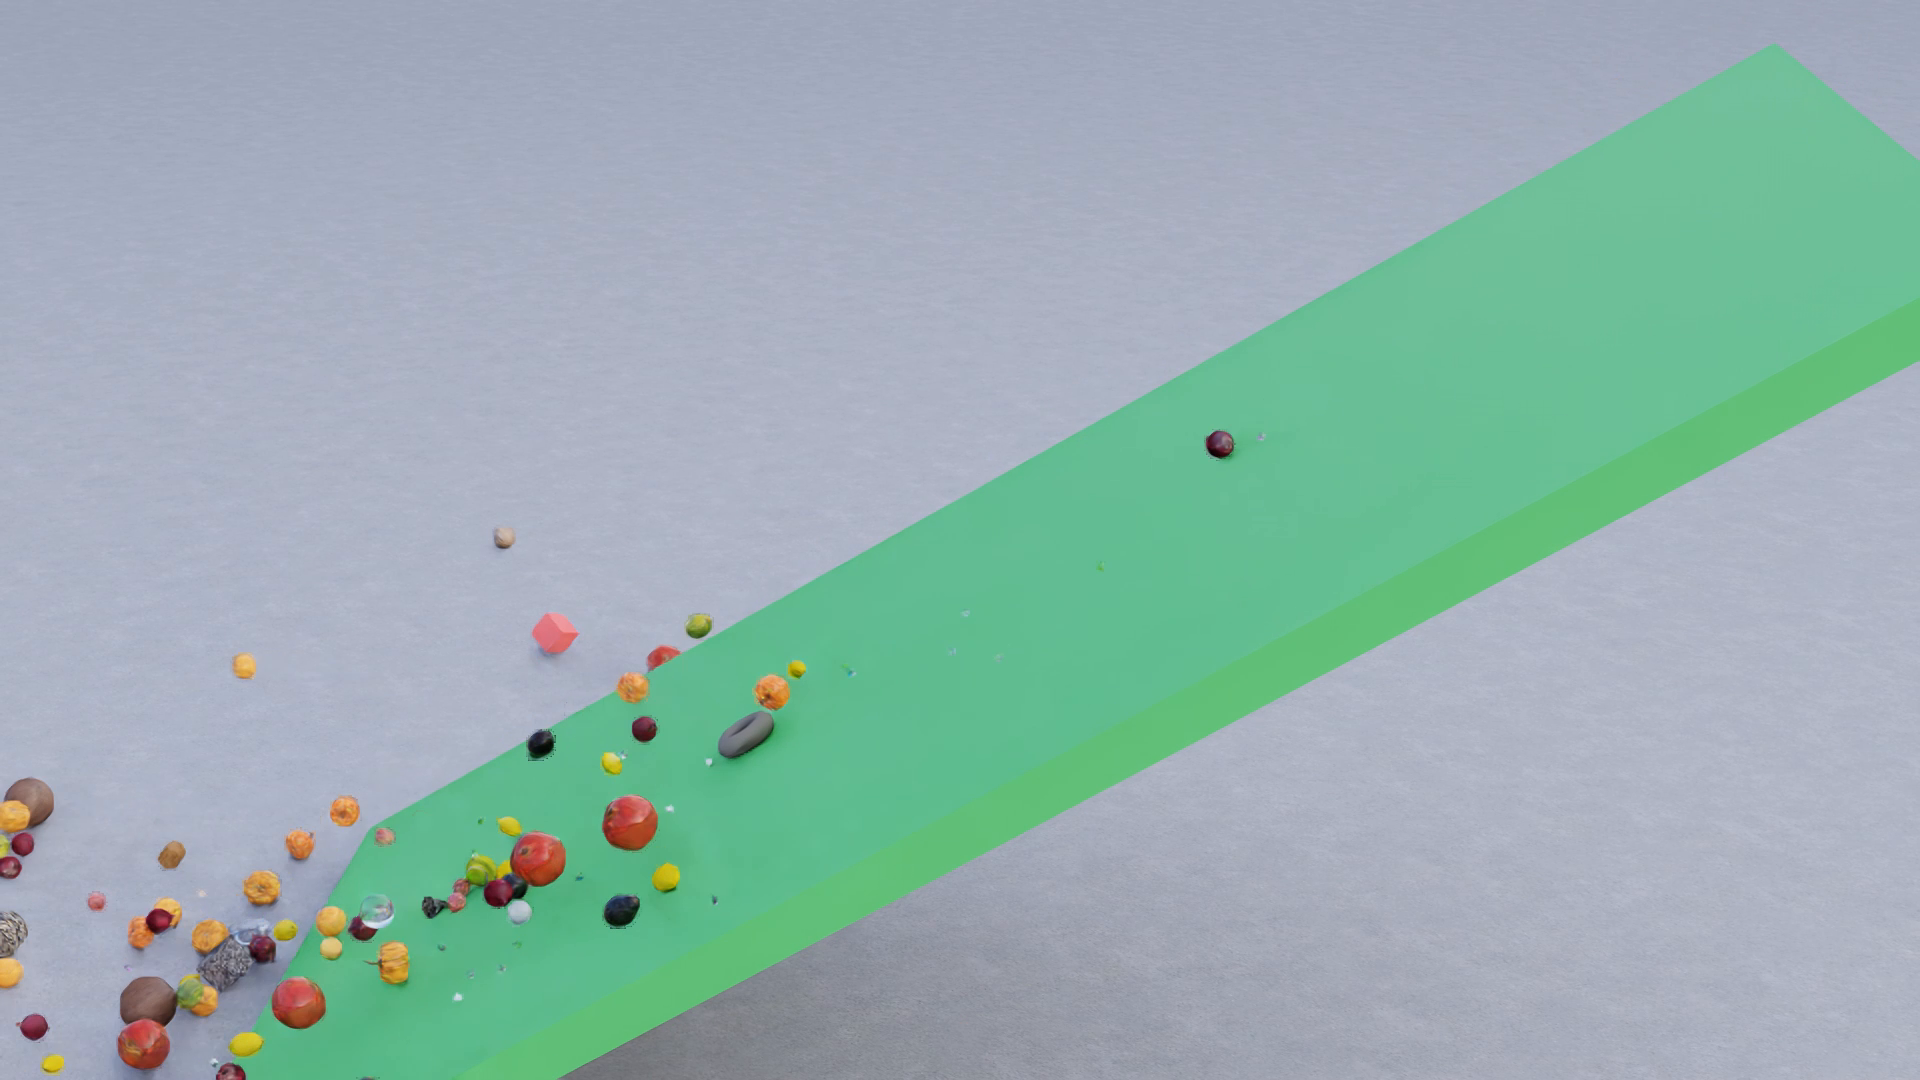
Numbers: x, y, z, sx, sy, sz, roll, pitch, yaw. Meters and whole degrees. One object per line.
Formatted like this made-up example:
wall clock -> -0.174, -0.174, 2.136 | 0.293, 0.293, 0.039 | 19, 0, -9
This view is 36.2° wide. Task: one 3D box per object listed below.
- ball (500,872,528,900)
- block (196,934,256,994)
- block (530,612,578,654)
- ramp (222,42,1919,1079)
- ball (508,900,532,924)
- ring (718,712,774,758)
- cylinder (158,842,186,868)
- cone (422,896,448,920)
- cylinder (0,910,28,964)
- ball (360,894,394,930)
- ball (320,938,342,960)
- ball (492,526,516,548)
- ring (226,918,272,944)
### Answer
ball -> -0.964, 0.748, 6.364 | 0.060, 0.060, 0.060 | 0, 19, 0
block -> -1.744, 1.007, 6.989 | 0.082, 0.082, 0.082 | -38, 12, 16
block -> -1.243, 0.286, 9.028 | 0.086, 0.086, 0.086 | 48, 19, 24
ramp -> 0.142, 0.168, 6.287 | 4.000, 0.100, 2.000 | -29, 15, 13
ball -> -0.927, 0.784, 6.188 | 0.051, 0.051, 0.051 | 0, 19, 0
ring -> -0.468, 0.425, 6.420 | 0.139, 0.046, 0.139 | -31, 13, 8
cylinder -> -2.033, 0.813, 7.591 | 0.054, 0.054, 0.054 | 1, 13, 4
cone -> -1.173, 0.822, 6.620 | 0.053, 0.053, 0.053 | -13, 23, -43
cylinder -> -2.321, 0.961, 7.125 | 0.093, 0.093, 0.093 | 3, 24, 8
ball -> -1.250, 0.797, 6.307 | 0.075, 0.075, 0.075 | 0, 19, 0
ball -> -1.443, 0.938, 6.748 | 0.051, 0.051, 0.051 | 0, 19, 0
ball -> -1.546, -0.009, 9.979 | 0.078, 0.078, 0.078 | 0, 19, 0
ring -> -1.749, 0.964, 7.236 | 0.108, 0.036, 0.108 | -2, 17, 1
